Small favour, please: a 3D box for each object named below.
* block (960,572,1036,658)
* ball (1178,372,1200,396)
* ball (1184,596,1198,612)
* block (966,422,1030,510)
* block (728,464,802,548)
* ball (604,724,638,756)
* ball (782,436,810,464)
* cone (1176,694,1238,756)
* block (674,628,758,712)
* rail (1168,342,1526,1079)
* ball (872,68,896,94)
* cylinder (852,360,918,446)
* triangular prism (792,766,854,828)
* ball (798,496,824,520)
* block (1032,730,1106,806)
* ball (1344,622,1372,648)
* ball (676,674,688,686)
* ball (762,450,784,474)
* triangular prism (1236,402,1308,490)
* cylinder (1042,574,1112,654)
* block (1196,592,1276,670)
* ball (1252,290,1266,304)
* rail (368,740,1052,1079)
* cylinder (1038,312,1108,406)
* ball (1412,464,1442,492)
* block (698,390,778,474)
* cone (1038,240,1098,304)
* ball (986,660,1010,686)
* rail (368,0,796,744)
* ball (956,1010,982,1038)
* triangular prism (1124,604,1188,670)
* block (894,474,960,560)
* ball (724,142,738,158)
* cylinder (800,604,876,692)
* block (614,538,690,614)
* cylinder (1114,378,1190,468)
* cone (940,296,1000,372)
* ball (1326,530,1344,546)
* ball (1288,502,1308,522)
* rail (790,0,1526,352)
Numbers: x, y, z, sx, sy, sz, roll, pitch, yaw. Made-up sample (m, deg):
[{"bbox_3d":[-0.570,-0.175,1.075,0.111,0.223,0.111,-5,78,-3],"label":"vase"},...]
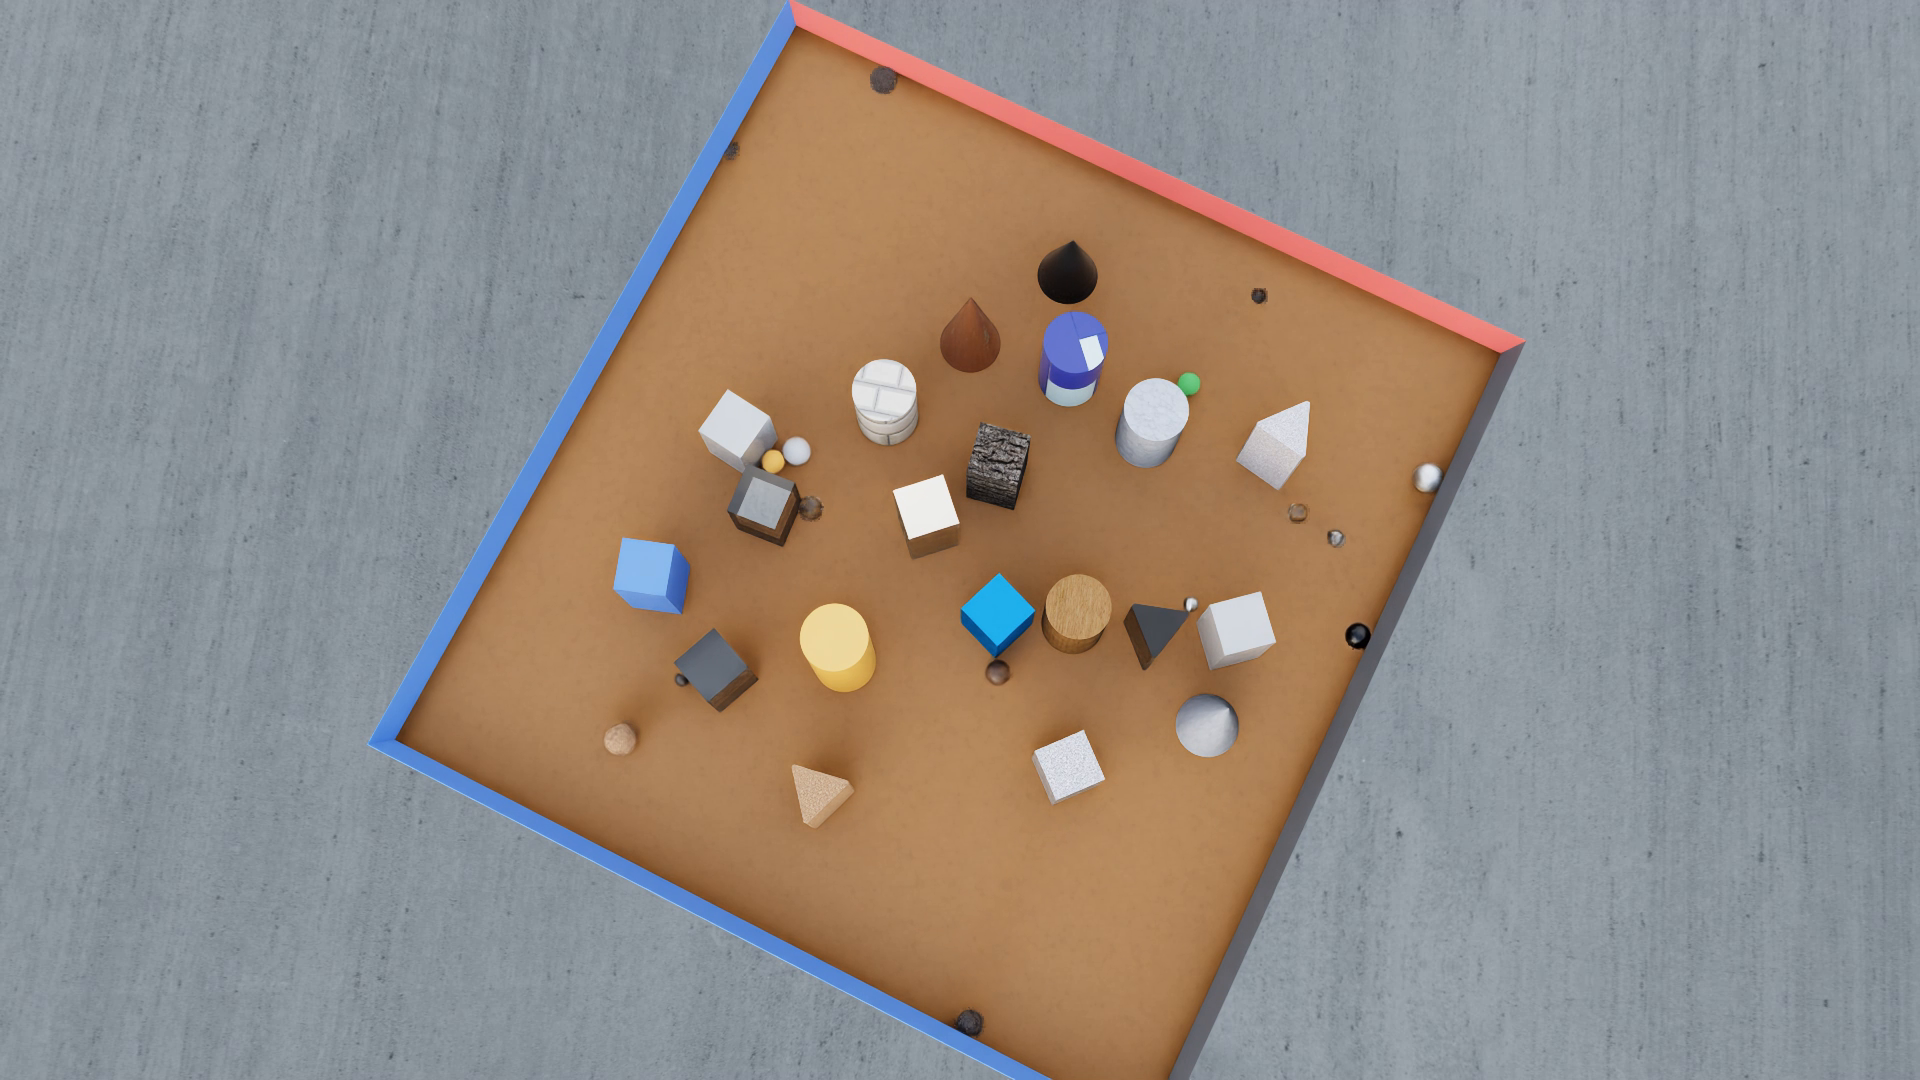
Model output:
[{"bbox_3d":[0.111,0.228,5.435,0.152,0.264,0.152,-43,81,-8],"label":"block"},{"bbox_3d":[0.710,-0.483,5.680,0.070,0.070,0.070,0,78,0],"label":"ball"},{"bbox_3d":[0.700,0.196,5.552,0.047,0.047,0.047,0,78,0],"label":"ball"},{"bbox_3d":[0.113,-0.218,5.487,0.152,0.341,0.152,15,79,3],"label":"block"},{"bbox_3d":[-0.584,-0.101,5.503,0.152,0.263,0.152,21,79,4],"label":"block"},{"bbox_3d":[-1.008,0.592,5.445,0.095,0.095,0.095,0,78,0],"label":"ball"},{"bbox_3d":[-0.502,-0.274,5.629,0.087,0.087,0.087,0,78,0],"label":"ball"},{"bbox_3d":[0.742,0.511,5.280,0.190,0.452,0.190,0,78,0],"label":"cone"},{"bbox_3d":[-0.714,0.386,5.393,0.152,0.282,0.152,-41,81,-8],"label":"block"},{"bbox_3d":[1.122,0.556,5.437,0.045,0.124,2.660,26,80,5],"label":"rail"},{"bbox_3d":[-0.243,-1.474,5.880,0.081,0.081,0.081,0,78,0],"label":"ball"},{"bbox_3d":[-0.224,-0.415,5.556,0.190,0.286,0.190,0,78,0],"label":"cylinder"},{"bbox_3d":[-0.422,0.718,5.303,0.165,0.322,0.143,-43,82,-8],"label":"triangular prism"},{"bbox_3d":[-0.455,-0.099,5.599,0.074,0.074,0.074,0,78,0],"label":"ball"},{"bbox_3d":[0.314,0.667,5.351,0.152,0.250,0.152,-23,79,-5],"label":"block"},{"bbox_3d":[1.198,0.289,5.517,0.078,0.078,0.078,0,78,0],"label":"ball"},{"bbox_3d":[-0.835,0.421,5.508,0.042,0.042,0.042,0,78,0],"label":"ball"},{"bbox_3d":[-0.574,-0.241,5.630,0.072,0.072,0.072,0,78,0],"label":"ball"},{"bbox_3d":[0.961,-0.300,5.467,0.165,0.414,0.143,36,81,7],"label":"triangular prism"},{"bbox_3d":[0.342,0.222,5.418,0.190,0.298,0.190,0,78,0],"label":"cylinder"},{"bbox_3d":[0.809,0.271,5.398,0.152,0.319,0.152,-15,79,-3],"label":"block"},{"bbox_3d":[0.937,-0.765,5.752,0.044,0.044,0.044,0,78,0],"label":"ball"},{"bbox_3d":[-0.584,1.151,5.314,2.556,0.124,0.045,26,80,5],"label":"rail"},{"bbox_3d":[0.340,-0.544,5.547,0.190,0.355,0.190,0,78,0],"label":"cylinder"},{"bbox_3d":[1.431,-0.189,5.610,0.090,0.090,0.090,0,78,0],"label":"ball"},{"bbox_3d":[-0.669,-0.319,5.551,0.152,0.257,0.152,33,80,6],"label":"block"},{"bbox_3d":[0.340,-0.867,5.638,0.190,0.309,0.190,0,78,0],"label":"cone"},{"bbox_3d":[0.114,0.397,5.495,0.076,0.076,0.076,0,78,0],"label":"ball"},{"bbox_3d":[-1.122,-0.543,5.665,0.045,0.124,2.660,26,80,5],"label":"rail"},{"bbox_3d":[0.028,1.396,5.289,0.076,0.076,0.076,0,78,0],"label":"ball"},{"bbox_3d":[0.553,0.259,5.417,0.143,0.286,0.165,38,81,7],"label":"triangular prism"},{"bbox_3d":[-0.098,-0.064,5.468,0.152,0.317,0.152,-18,79,-4],"label":"block"},{"bbox_3d":[-0.732,-1.245,5.851,0.045,0.045,0.045,0,78,0],"label":"ball"},{"bbox_3d":[-0.349,0.318,5.309,0.190,0.473,0.190,0,78,0],"label":"cylinder"},{"bbox_3d":[-0.910,0.110,5.430,0.152,0.321,0.152,8,78,2],"label":"block"},{"bbox_3d":[0.575,-0.349,5.522,0.190,0.326,0.190,0,78,0],"label":"cylinder"},{"bbox_3d":[0.032,-0.661,5.528,0.190,0.441,0.190,0,78,0],"label":"cone"},{"bbox_3d":[1.145,-0.007,5.592,0.051,0.051,0.051,0,78,0],"label":"ball"},{"bbox_3d":[1.034,-0.083,5.603,0.061,0.061,0.061,0,78,0],"label":"ball"},{"bbox_3d":[0.584,-1.138,5.788,2.556,0.124,0.045,26,80,5],"label":"rail"}]
